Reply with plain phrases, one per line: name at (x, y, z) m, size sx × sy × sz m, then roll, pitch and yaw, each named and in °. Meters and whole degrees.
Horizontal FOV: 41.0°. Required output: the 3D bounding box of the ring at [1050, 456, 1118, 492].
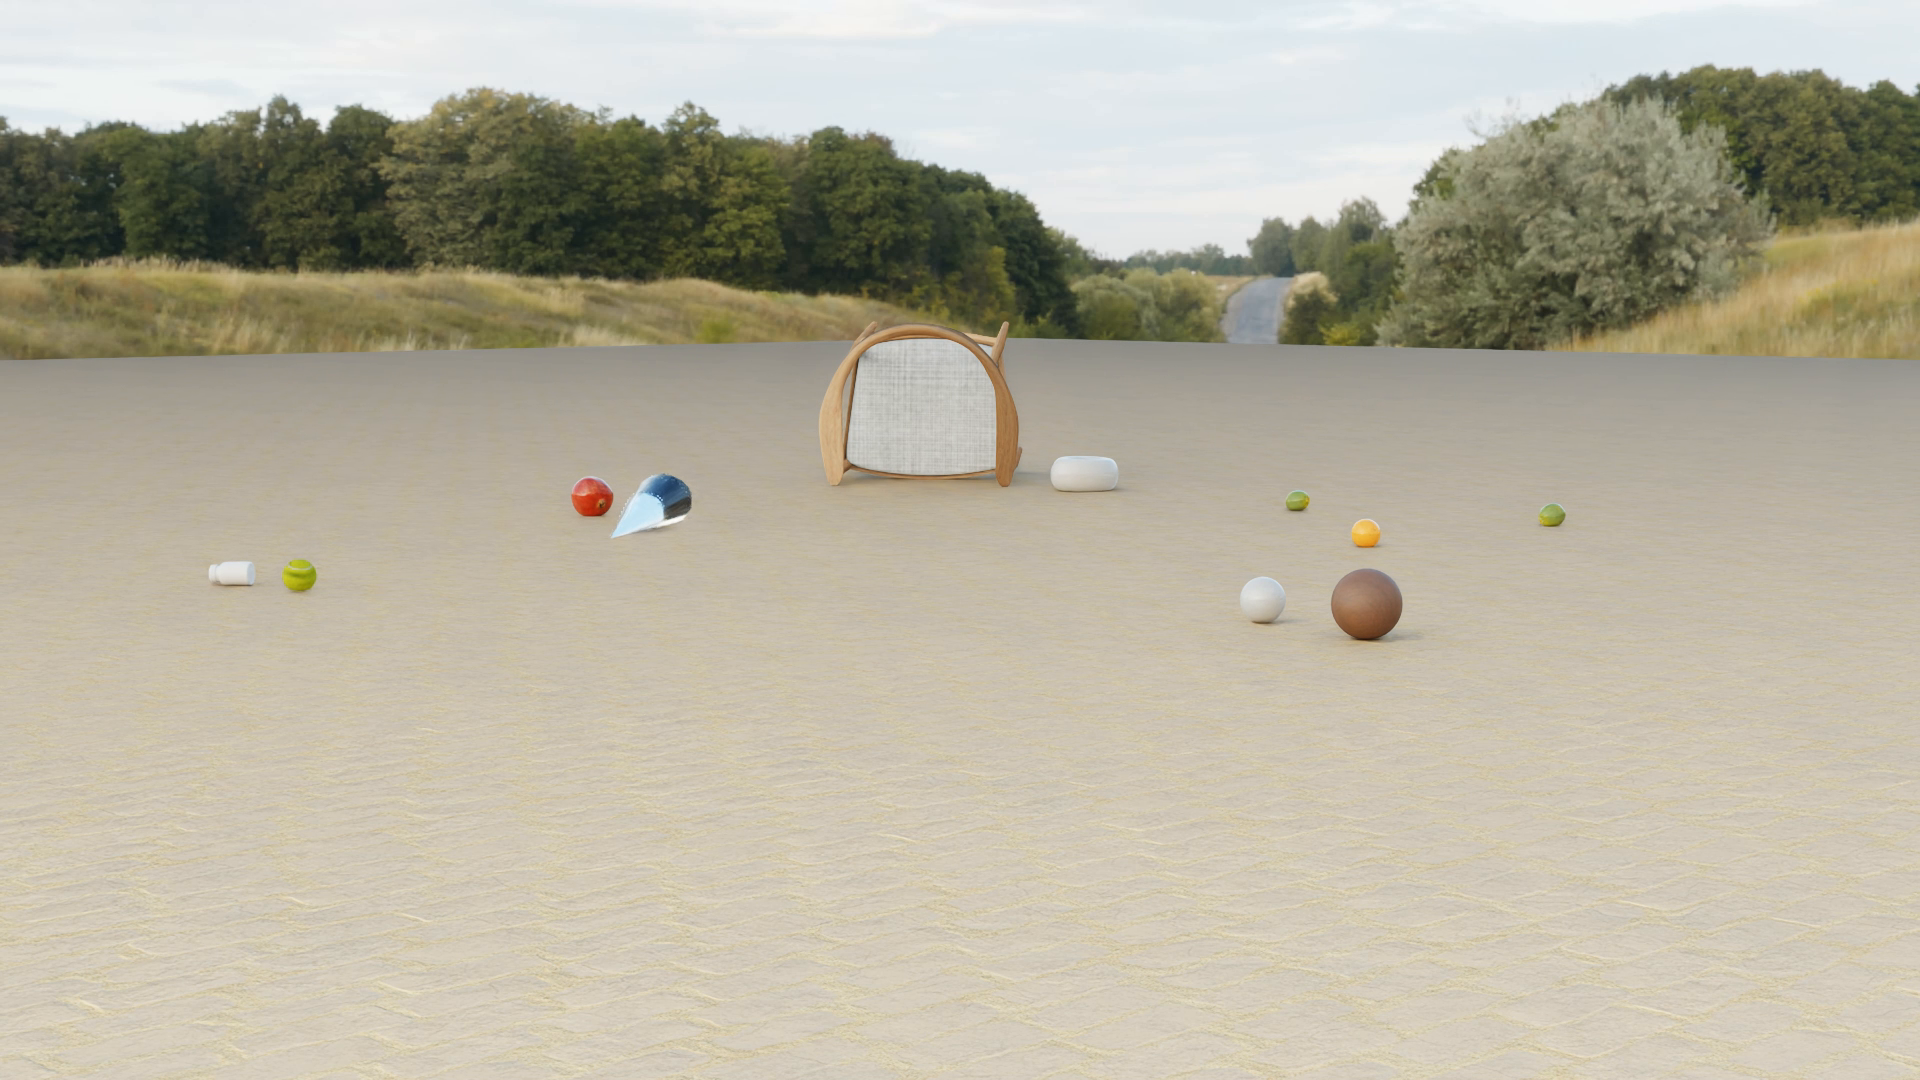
ring at (0.383, -0.202, 7.885) m, size 0.226 × 0.101 × 0.170 m, roll -2°, pitch 8°, yaw -31°

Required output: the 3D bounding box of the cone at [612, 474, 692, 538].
cone at (-0.832, -0.056, 6.625) m, size 0.162 × 0.138 × 0.345 m, roll -9°, pitch 14°, yaw 20°

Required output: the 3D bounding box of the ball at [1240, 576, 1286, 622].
ball at (0.576, 0.114, 4.879) m, size 0.088 × 0.088 × 0.088 m, roll 0°, pitch 6°, yaw 0°
